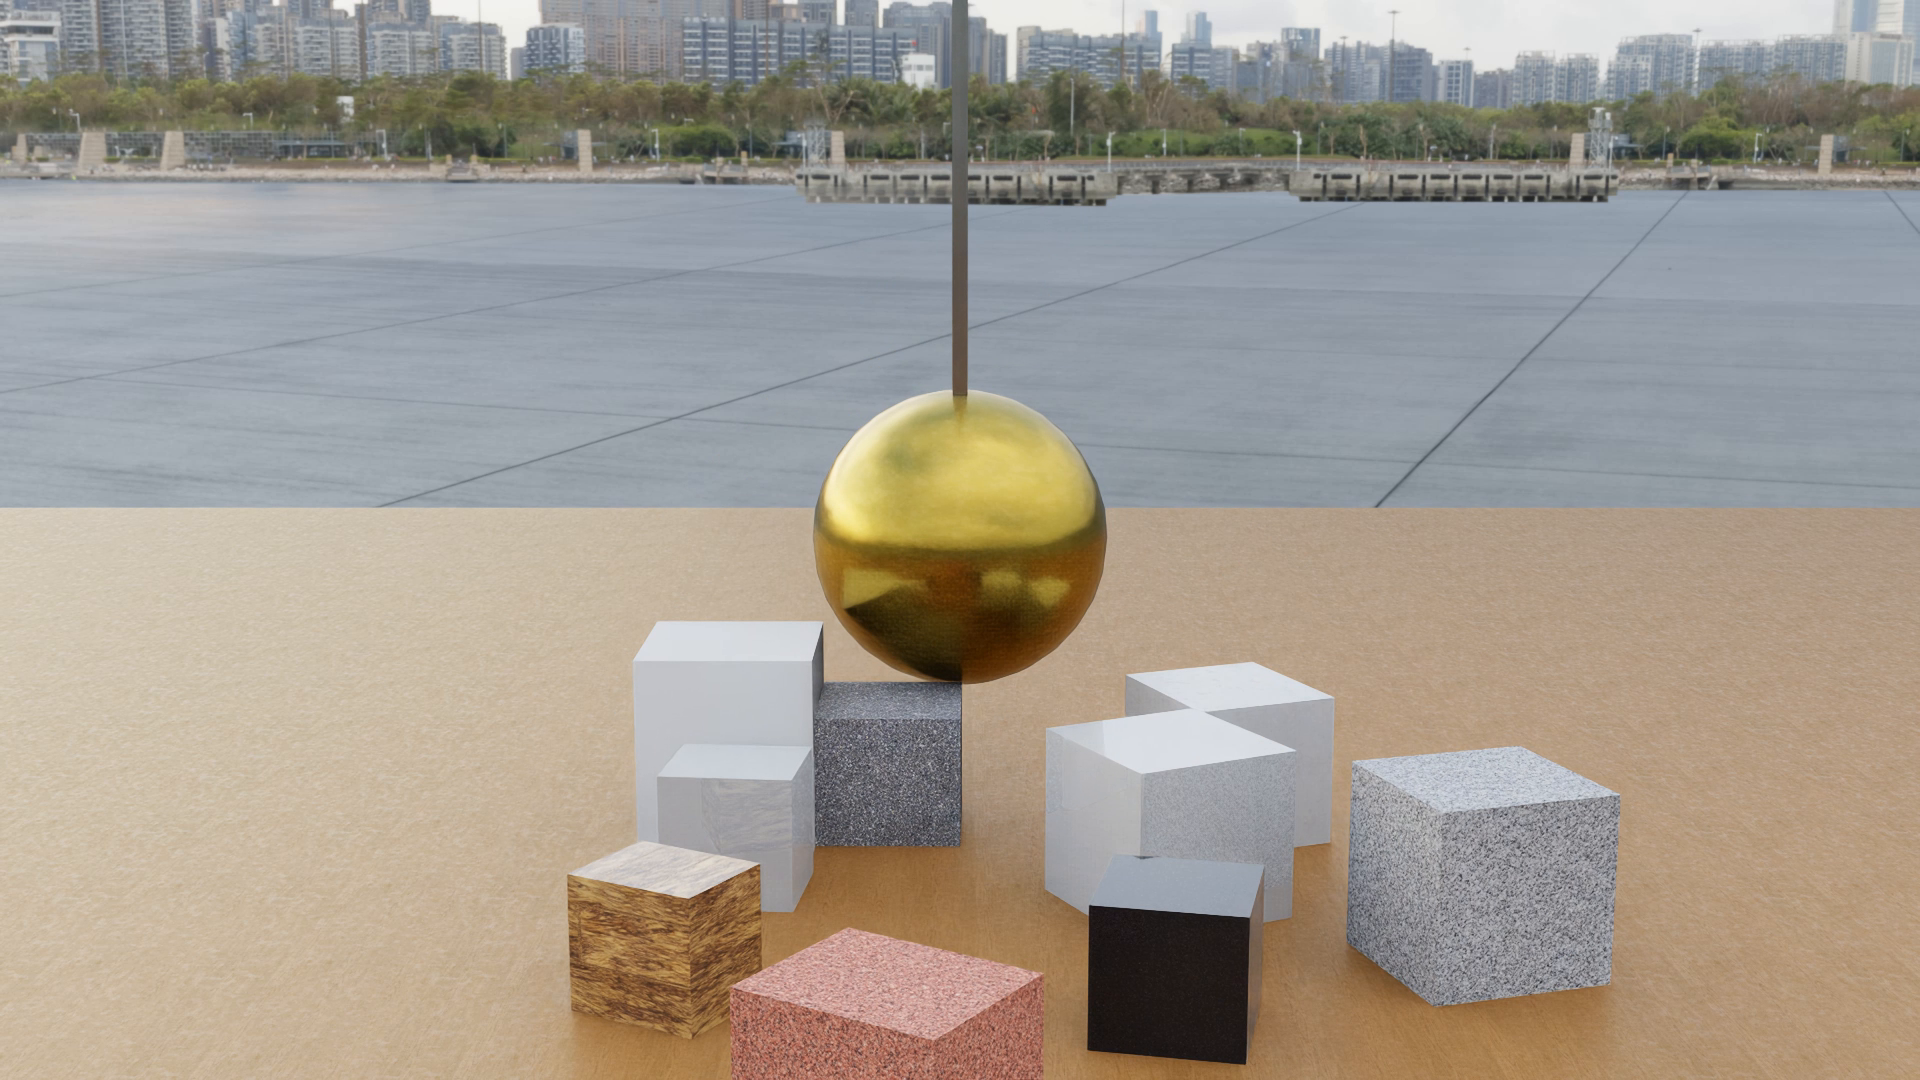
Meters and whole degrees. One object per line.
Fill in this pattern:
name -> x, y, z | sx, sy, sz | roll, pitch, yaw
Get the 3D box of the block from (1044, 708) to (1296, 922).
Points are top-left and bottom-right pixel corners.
block -> 0.961, 1.305, 10.183 | 0.821, 0.790, 0.849 | -5, 12, -26

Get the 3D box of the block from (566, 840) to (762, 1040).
block -> -1.204, 1.624, 9.003 | 0.606, 0.584, 0.493 | 6, 12, 29

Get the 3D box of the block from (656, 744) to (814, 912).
block -> -1.050, 1.349, 10.380 | 0.625, 0.631, 0.565 | 1, 10, 6

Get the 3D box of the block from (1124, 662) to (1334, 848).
block -> 1.370, 1.117, 11.310 | 0.757, 0.755, 0.829 | -4, 11, -22

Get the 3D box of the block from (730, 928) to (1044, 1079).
block -> -0.236, 1.832, 7.286 | 0.798, 0.789, 0.659 | 7, 12, 32

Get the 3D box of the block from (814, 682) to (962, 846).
block -> -0.359, 1.149, 11.399 | 0.732, 0.661, 0.771 | 0, 10, 1

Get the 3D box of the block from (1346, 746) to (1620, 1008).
block -> 2.227, 1.420, 9.440 | 0.830, 0.829, 0.786 | -3, 11, -17

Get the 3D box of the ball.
ball -> 0.000, -0.017, 11.925 | 1.600, 1.600, 1.600 | 0, 10, 0

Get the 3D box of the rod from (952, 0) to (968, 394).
rod -> 0.000, -3.262, 10.911 | 0.080, 5.200, 0.080 | 0, 17, 0

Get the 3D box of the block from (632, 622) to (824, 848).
block -> -1.170, 0.996, 11.354 | 0.882, 0.978, 0.904 | 0, 10, 0

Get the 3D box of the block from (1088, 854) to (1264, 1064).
block -> 0.870, 1.659, 8.779 | 0.619, 0.595, 0.636 | 2, 11, 13
